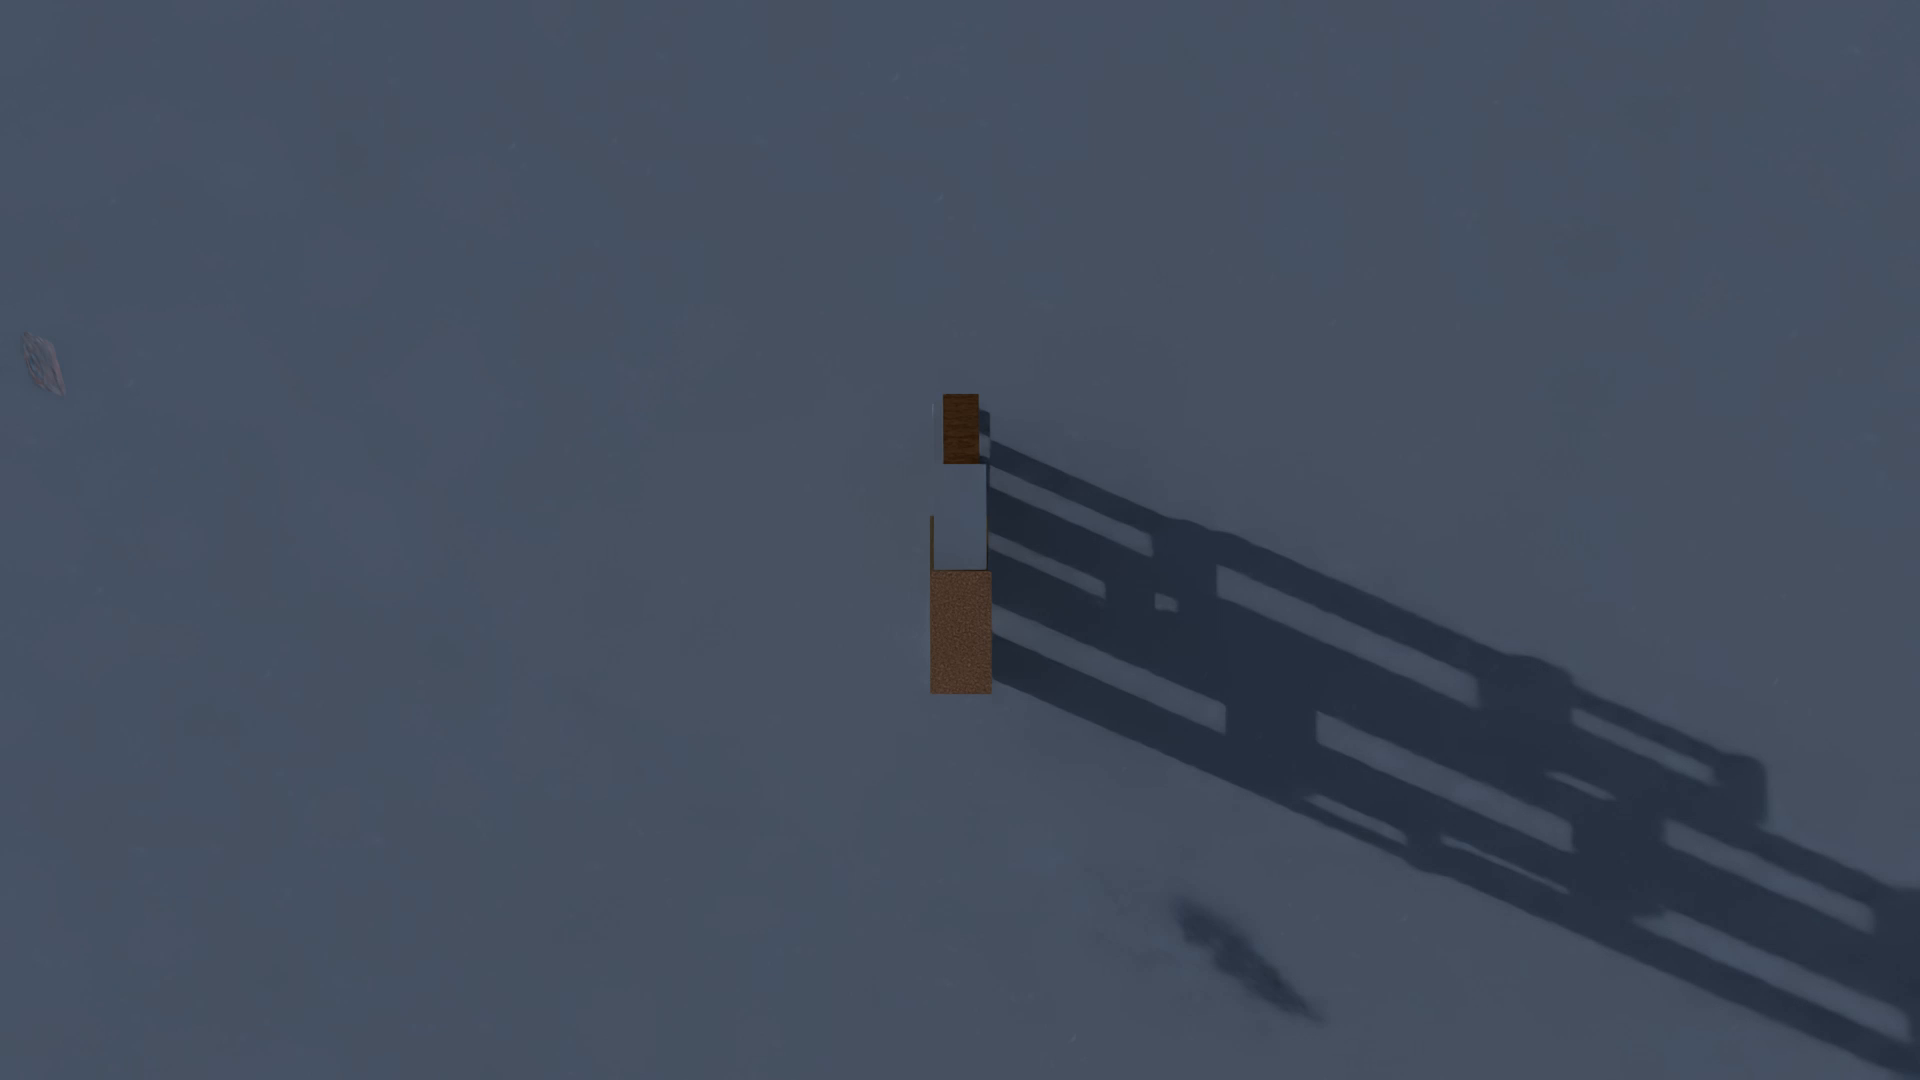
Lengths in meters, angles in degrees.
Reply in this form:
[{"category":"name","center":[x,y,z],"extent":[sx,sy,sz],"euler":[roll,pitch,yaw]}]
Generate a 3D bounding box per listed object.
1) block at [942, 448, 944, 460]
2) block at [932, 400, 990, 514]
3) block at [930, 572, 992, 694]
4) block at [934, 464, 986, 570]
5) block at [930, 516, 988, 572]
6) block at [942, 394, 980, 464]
[{"category":"block","center":[0.002,-0.242,4.746],"extent":[0.100,0.201,0.028],"euler":[0,90,0]},{"category":"block","center":[0.004,-0.243,4.870],"extent":[0.169,0.048,0.338],"euler":[0,90,0]},{"category":"block","center":[0.003,0.246,4.393],"extent":[0.162,0.046,0.325],"euler":[0,90,0]},{"category":"block","center":[0.000,-0.062,4.439],"extent":[0.141,0.040,0.282],"euler":[0,90,0]},{"category":"block","center":[-0.002,0.100,4.765],"extent":[0.170,0.048,0.339],"euler":[0,90,0]},{"category":"block","center":[0.003,-0.308,4.632],"extent":[0.100,0.028,0.201],"euler":[-1,90,0]}]
